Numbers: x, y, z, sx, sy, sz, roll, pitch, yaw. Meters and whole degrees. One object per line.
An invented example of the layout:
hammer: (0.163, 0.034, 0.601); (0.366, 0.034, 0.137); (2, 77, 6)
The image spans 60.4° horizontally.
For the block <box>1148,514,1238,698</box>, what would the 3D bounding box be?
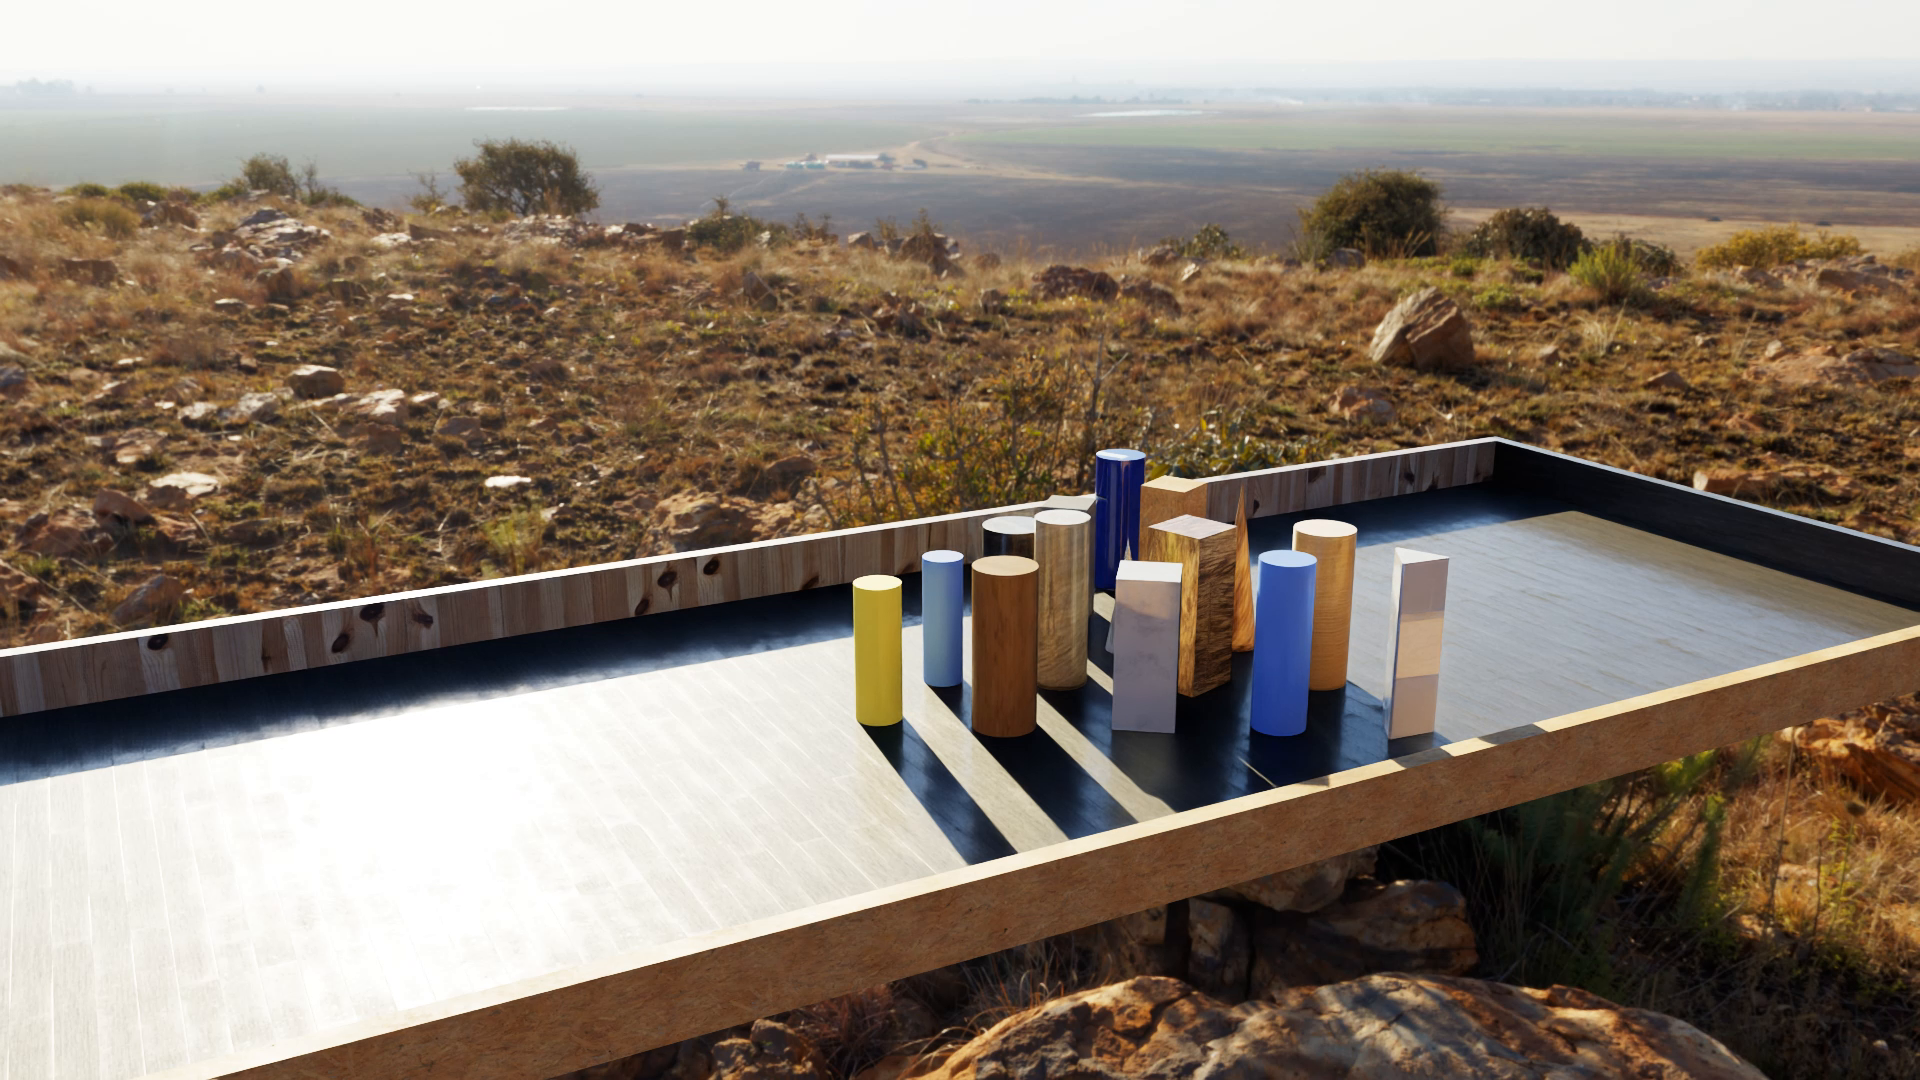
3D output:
block: (0.570, 0.161, 4.089); (0.155, 0.405, 0.155); (15, 22, 42)

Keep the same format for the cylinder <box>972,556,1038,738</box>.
cylinder: (0.104, 0.246, 3.823); (0.153, 0.392, 0.153); (0, 16, 0)

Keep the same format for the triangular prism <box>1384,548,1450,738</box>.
triangular prism: (1.026, 0.234, 3.808); (0.126, 0.423, 0.109); (-7, 18, -22)

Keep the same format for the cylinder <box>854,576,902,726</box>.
cylinder: (-0.192, 0.260, 3.875); (0.113, 0.336, 0.113); (0, 16, 0)

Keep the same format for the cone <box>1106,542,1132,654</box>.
cone: (0.438, 0.141, 4.332); (0.105, 0.307, 0.105); (0, 16, 0)

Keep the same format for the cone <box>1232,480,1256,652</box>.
cone: (0.735, 0.059, 4.343); (0.115, 0.457, 0.115); (0, 16, 0)

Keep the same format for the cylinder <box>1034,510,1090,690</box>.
cylinder: (0.251, 0.149, 4.090); (0.136, 0.427, 0.136); (0, 16, 0)

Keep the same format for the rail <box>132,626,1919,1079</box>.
rail: (-2.336, 1.006, 1.665); (12.000, 0.150, 0.050); (-9, 18, -27)

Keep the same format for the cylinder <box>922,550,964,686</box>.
cylinder: (-0.043, 0.196, 4.112); (0.101, 0.325, 0.101); (0, 16, 0)

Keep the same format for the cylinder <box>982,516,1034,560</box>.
cylinder: (0.144, 0.115, 4.390); (0.171, 0.323, 0.171); (0, 16, 0)

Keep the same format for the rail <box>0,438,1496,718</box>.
rail: (-3.305, 0.497, 3.399); (12.000, 0.150, 0.050); (-9, 18, -27)

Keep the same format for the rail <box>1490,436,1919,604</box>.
rail: (2.466, -0.048, 5.253); (0.050, 0.150, 2.100); (-9, 18, -27)

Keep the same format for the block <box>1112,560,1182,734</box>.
block: (0.438, 0.248, 3.856); (0.146, 0.368, 0.146); (3, 17, 9)

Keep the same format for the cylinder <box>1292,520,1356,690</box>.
cylinder: (0.896, 0.161, 4.102); (0.152, 0.397, 0.152); (0, 16, 0)

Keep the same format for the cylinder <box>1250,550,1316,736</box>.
cylinder: (0.747, 0.238, 3.817); (0.130, 0.410, 0.130); (0, 16, 0)

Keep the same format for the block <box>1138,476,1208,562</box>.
block: (0.585, 0.032, 4.561); (0.133, 0.386, 0.133); (11, 20, 34)

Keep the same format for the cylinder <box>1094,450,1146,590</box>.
cylinder: (0.469, -0.060, 4.861); (0.144, 0.393, 0.144); (0, 16, 0)

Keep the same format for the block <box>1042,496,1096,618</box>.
block: (0.301, 0.054, 4.591); (0.127, 0.328, 0.127); (5, 17, 15)
